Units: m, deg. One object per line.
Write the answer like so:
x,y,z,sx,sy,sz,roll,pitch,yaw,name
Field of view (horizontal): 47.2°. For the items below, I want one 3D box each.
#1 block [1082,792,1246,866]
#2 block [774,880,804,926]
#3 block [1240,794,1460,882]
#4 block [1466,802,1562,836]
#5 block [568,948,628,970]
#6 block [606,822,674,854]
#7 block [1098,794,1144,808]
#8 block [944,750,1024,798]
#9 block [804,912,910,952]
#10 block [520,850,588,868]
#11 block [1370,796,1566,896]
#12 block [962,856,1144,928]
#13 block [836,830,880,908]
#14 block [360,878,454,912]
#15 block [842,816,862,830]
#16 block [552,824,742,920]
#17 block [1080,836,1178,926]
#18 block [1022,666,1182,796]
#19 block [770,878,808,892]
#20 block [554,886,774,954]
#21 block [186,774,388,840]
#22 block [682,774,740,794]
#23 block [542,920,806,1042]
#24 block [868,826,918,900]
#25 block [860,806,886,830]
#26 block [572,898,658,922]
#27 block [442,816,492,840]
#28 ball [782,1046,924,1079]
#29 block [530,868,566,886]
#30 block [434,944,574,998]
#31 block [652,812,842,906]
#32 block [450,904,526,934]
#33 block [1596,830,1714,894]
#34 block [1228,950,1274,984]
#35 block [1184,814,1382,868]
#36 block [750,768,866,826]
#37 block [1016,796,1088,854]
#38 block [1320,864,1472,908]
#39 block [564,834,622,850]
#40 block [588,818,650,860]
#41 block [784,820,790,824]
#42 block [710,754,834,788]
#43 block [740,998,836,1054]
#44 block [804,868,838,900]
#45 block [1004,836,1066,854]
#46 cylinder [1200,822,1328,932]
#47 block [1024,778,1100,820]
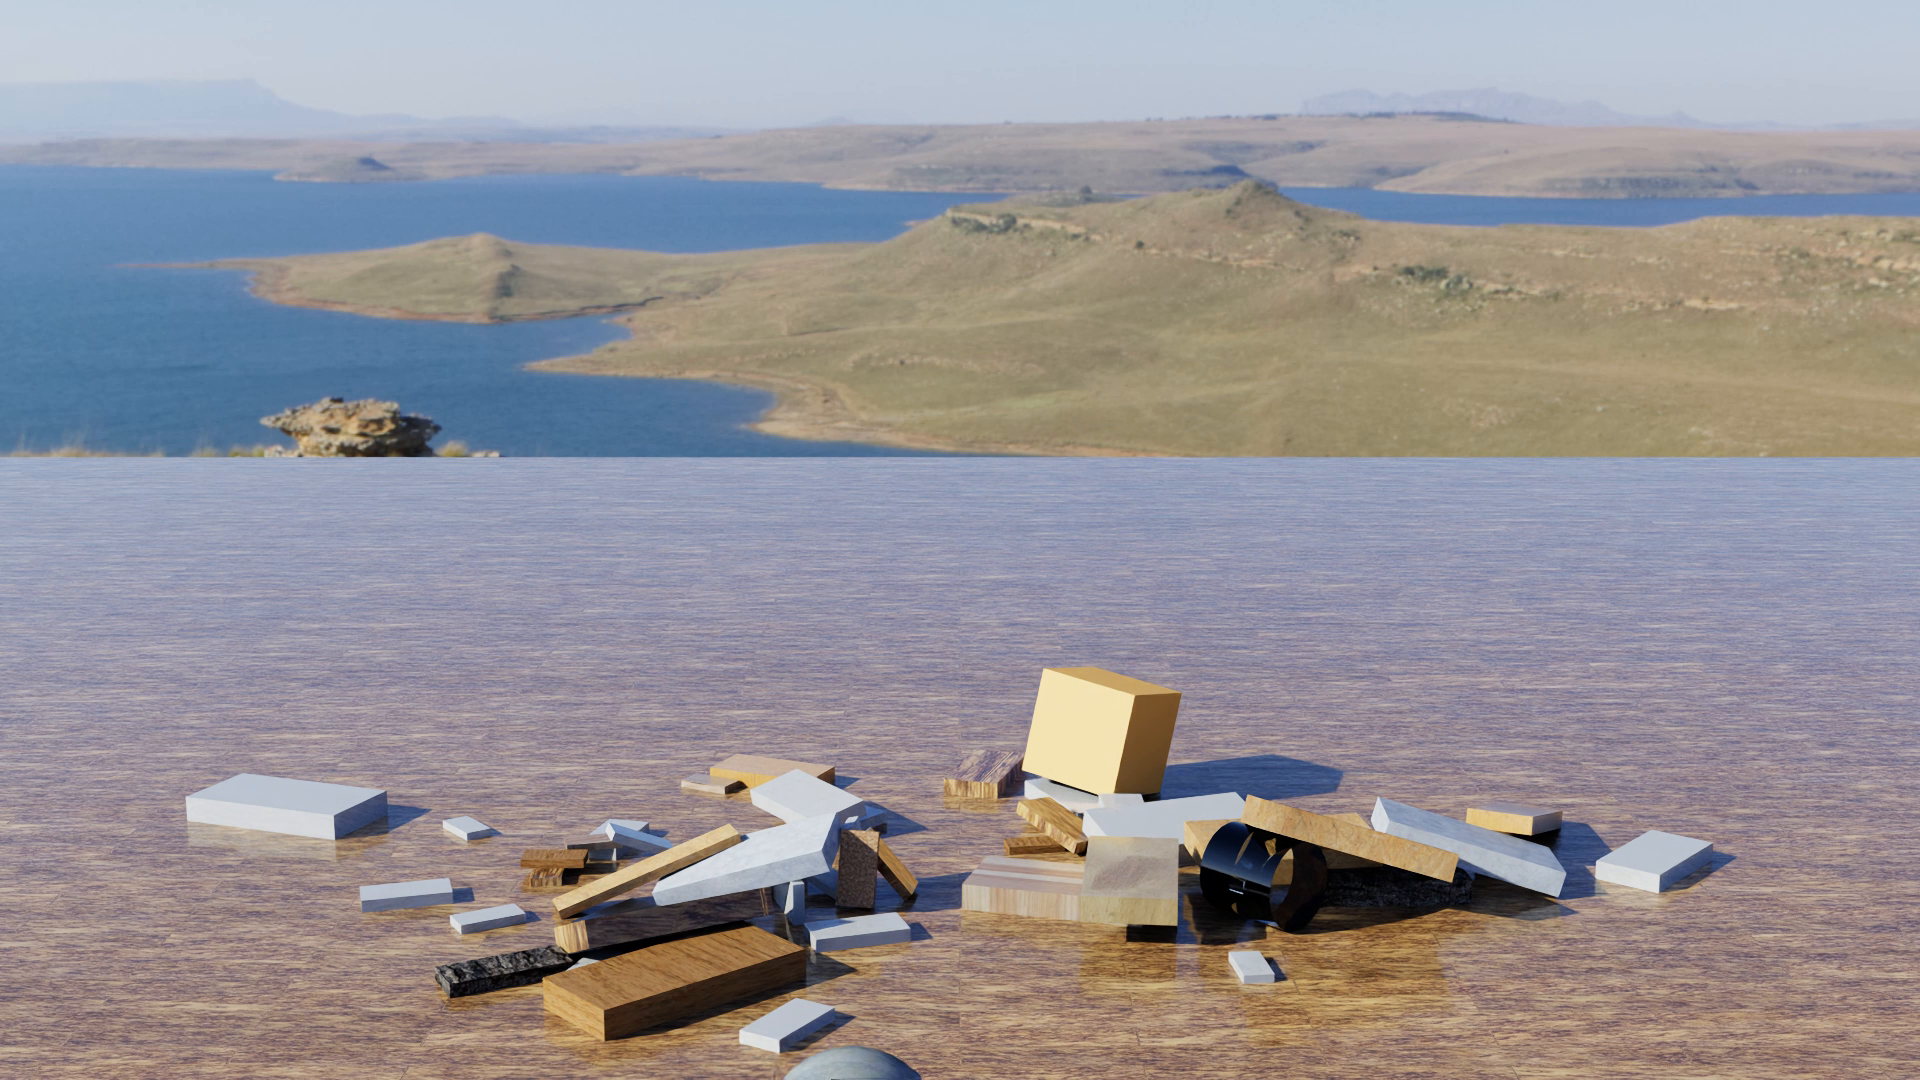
0.384,0.514,3.877,0.300,0.042,0.150,-4,23,-21,block
-0.279,0.572,3.582,0.019,0.068,0.136,-3,11,-18,block
0.626,0.481,3.556,0.324,0.046,0.162,16,-4,1,block
0.987,0.495,3.907,0.112,0.032,0.292,5,-2,25,block
-0.551,0.647,3.317,0.058,0.016,0.115,3,11,16,block
-0.559,0.526,3.847,0.115,0.016,0.058,20,4,-22,block
0.302,0.505,3.967,0.078,0.022,0.156,2,22,-8,block
0.051,0.457,4.303,0.107,0.030,0.213,3,11,16,block
-0.162,0.617,3.461,0.154,0.022,0.077,-4,11,-18,block
-0.696,0.547,3.775,0.107,0.015,0.054,0,11,-1,block
0.855,0.516,3.710,0.304,0.043,0.152,16,9,1,block
0.168,0.577,3.621,0.300,0.042,0.150,3,11,16,block
-0.167,0.538,3.604,0.062,0.123,0.017,4,-6,6,block
-0.915,0.586,3.632,0.145,0.021,0.072,-3,11,-17,block
-0.170,0.528,3.660,0.017,0.123,0.062,-10,9,10,block
-0.515,0.544,3.617,0.317,0.016,0.058,-22,17,-17,block
0.277,0.547,3.552,0.150,0.042,0.300,1,11,6,block
0.271,0.364,4.190,0.198,0.198,0.198,15,6,31,block
-0.324,0.564,3.751,0.077,0.022,0.154,-5,12,-24,block
-0.458,0.589,3.403,0.302,0.043,0.151,-6,-10,-29,block
-1.245,0.492,4.072,0.324,0.046,0.162,4,11,20,block
-0.484,0.472,4.264,0.101,0.014,0.050,6,12,28,block
-0.418,0.646,3.244,0.355,0.046,0.162,-9,14,-41,block
-0.121,0.538,3.660,0.017,0.123,0.062,-40,2,13,block
-0.213,0.506,4.065,0.145,0.021,0.072,9,14,39,block
-0.548,0.608,3.521,0.068,0.019,0.136,8,13,36,block
-0.895,0.523,3.993,0.048,0.014,0.095,-8,13,-38,block
-0.123,0.688,2.517,0.214,0.214,0.214,0,11,0,ball
-0.702,0.566,3.755,0.054,0.015,0.107,-1,11,-4,block
-0.684,0.647,3.302,0.189,0.022,0.078,-6,12,-28,block
-0.345,0.528,3.602,0.296,0.040,0.141,-16,16,12,block
-0.757,0.608,3.530,0.107,0.015,0.054,-6,12,-30,block
1.197,0.552,3.787,0.112,0.032,0.224,9,14,40,block
0.441,0.646,3.329,0.048,0.014,0.095,-1,11,-6,block
0.546,0.514,3.725,0.304,0.043,0.152,-2,11,-7,block
-0.278,0.478,4.010,0.107,0.030,0.213,-22,24,-34,block
0.181,0.508,3.925,0.078,0.022,0.156,-3,25,-43,block
0.685,0.566,3.680,0.304,0.043,0.152,-1,11,-3,block
-0.641,0.529,3.844,0.095,0.014,0.048,-3,11,-16,block
-0.618,0.533,3.917,0.077,0.022,0.154,3,11,14,block
-0.290,0.497,4.038,0.072,0.021,0.145,-14,20,-17,block
-0.366,0.458,4.297,0.218,0.030,0.107,5,11,24,block
-0.243,0.685,3.106,0.068,0.019,0.136,6,12,31,block
-0.224,0.567,3.683,0.101,0.014,0.050,27,25,36,block
0.132,0.541,3.896,0.101,0.014,0.050,-2,11,-10,block
0.489,0.540,3.541,0.145,0.145,0.145,-9,14,-41,cylinder
0.220,0.490,4.123,0.112,0.032,0.224,-5,11,-23,block
